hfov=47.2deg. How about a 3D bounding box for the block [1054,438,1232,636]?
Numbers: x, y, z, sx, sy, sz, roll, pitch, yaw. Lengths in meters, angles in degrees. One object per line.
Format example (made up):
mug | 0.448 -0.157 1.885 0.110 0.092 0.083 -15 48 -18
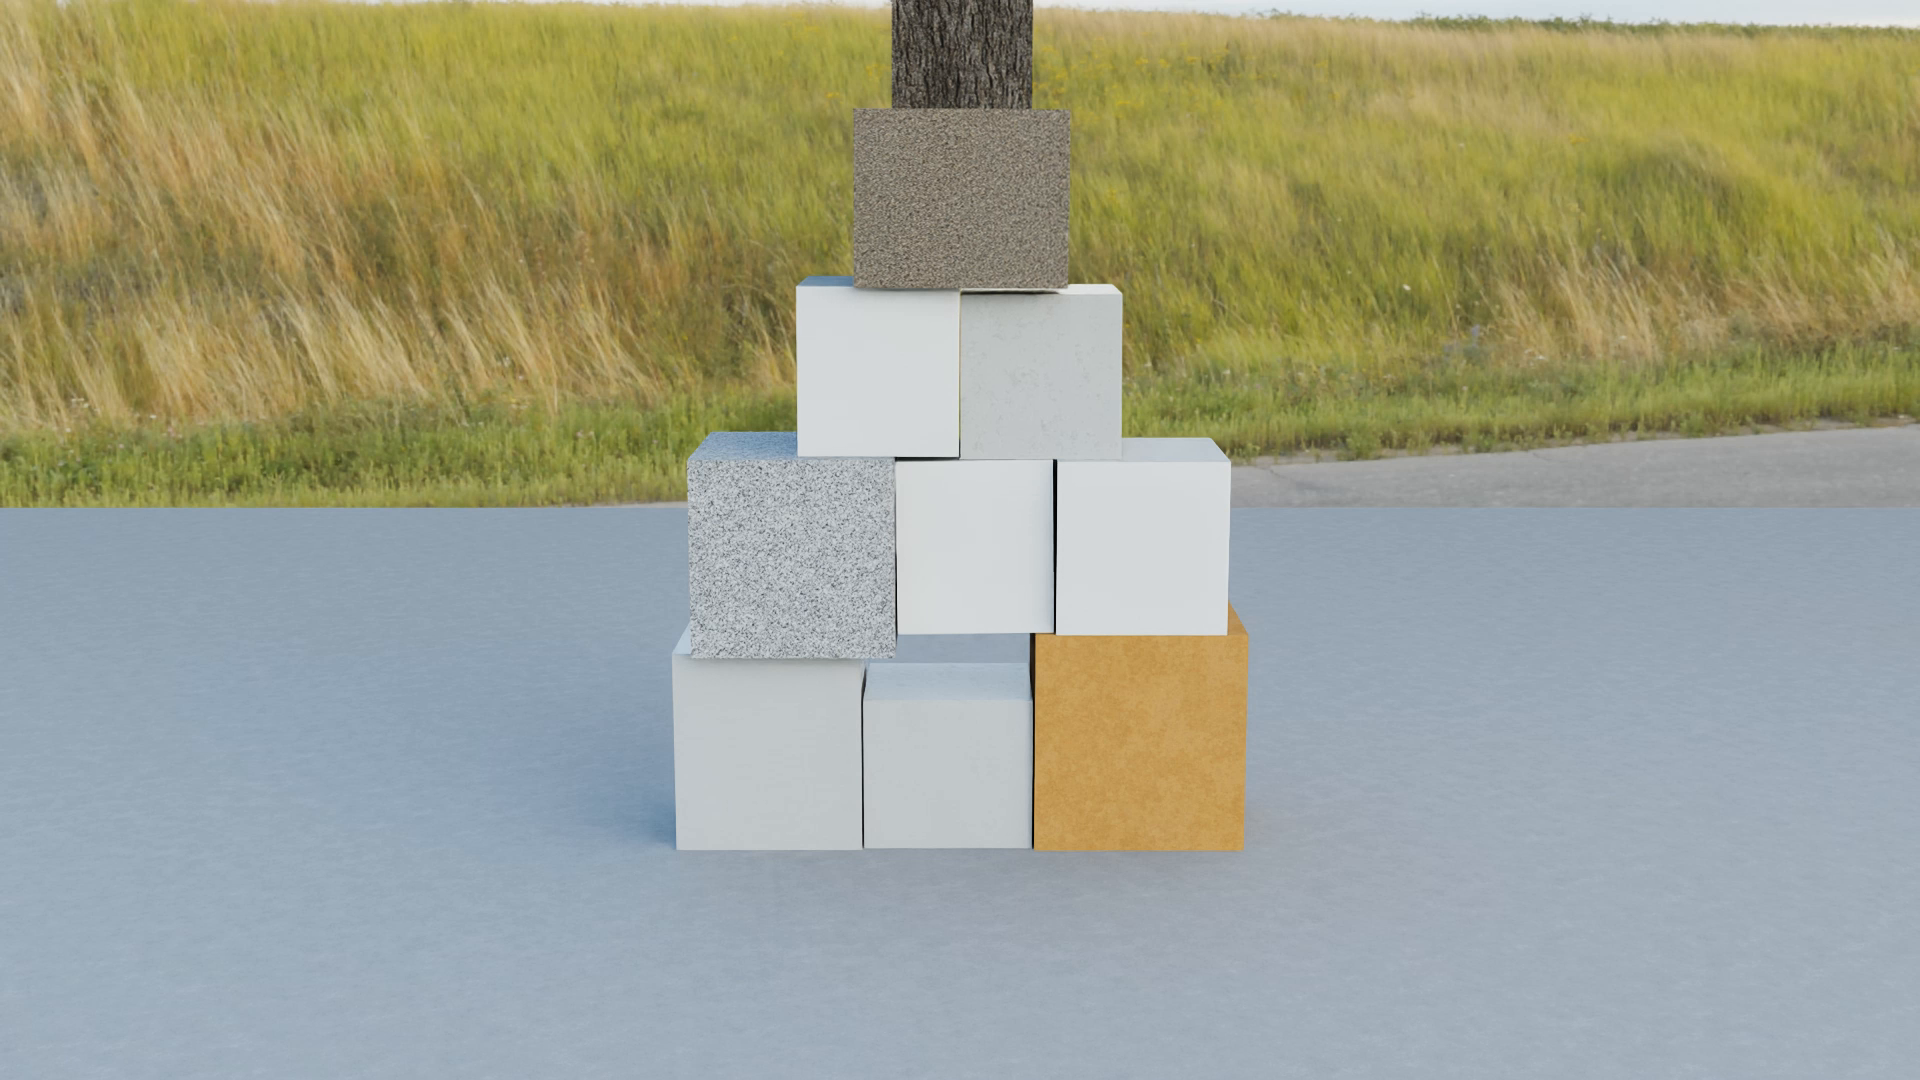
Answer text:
block | 0.893 -0.034 11.165 0.840 0.860 0.886 0 10 0

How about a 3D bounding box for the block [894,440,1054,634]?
block | 0.073 -0.031 11.167 0.771 0.859 0.779 -1 10 0

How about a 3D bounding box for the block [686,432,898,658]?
block | -0.815 0.003 11.175 0.995 0.977 1.060 0 10 0

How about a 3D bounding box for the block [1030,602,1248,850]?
block | 0.896 0.932 11.350 1.048 1.106 0.889 0 10 0

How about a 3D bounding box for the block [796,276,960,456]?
block | -0.395 -0.887 11.038 0.783 0.822 0.845 0 10 0

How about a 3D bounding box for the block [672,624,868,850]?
block | -0.955 0.980 11.355 0.930 1.010 0.860 0 10 0

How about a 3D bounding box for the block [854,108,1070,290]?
block | 0.007 -1.696 10.861 1.019 0.839 0.986 0 10 0

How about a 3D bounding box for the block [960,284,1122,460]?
block | 0.393 -0.855 11.031 0.785 0.803 0.726 0 10 0

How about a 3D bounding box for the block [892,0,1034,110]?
block | 0.011 -2.459 10.717 0.667 0.713 0.679 0 10 0

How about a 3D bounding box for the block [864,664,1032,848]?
block | -0.059 1.102 11.375 0.842 0.763 0.801 0 10 0
